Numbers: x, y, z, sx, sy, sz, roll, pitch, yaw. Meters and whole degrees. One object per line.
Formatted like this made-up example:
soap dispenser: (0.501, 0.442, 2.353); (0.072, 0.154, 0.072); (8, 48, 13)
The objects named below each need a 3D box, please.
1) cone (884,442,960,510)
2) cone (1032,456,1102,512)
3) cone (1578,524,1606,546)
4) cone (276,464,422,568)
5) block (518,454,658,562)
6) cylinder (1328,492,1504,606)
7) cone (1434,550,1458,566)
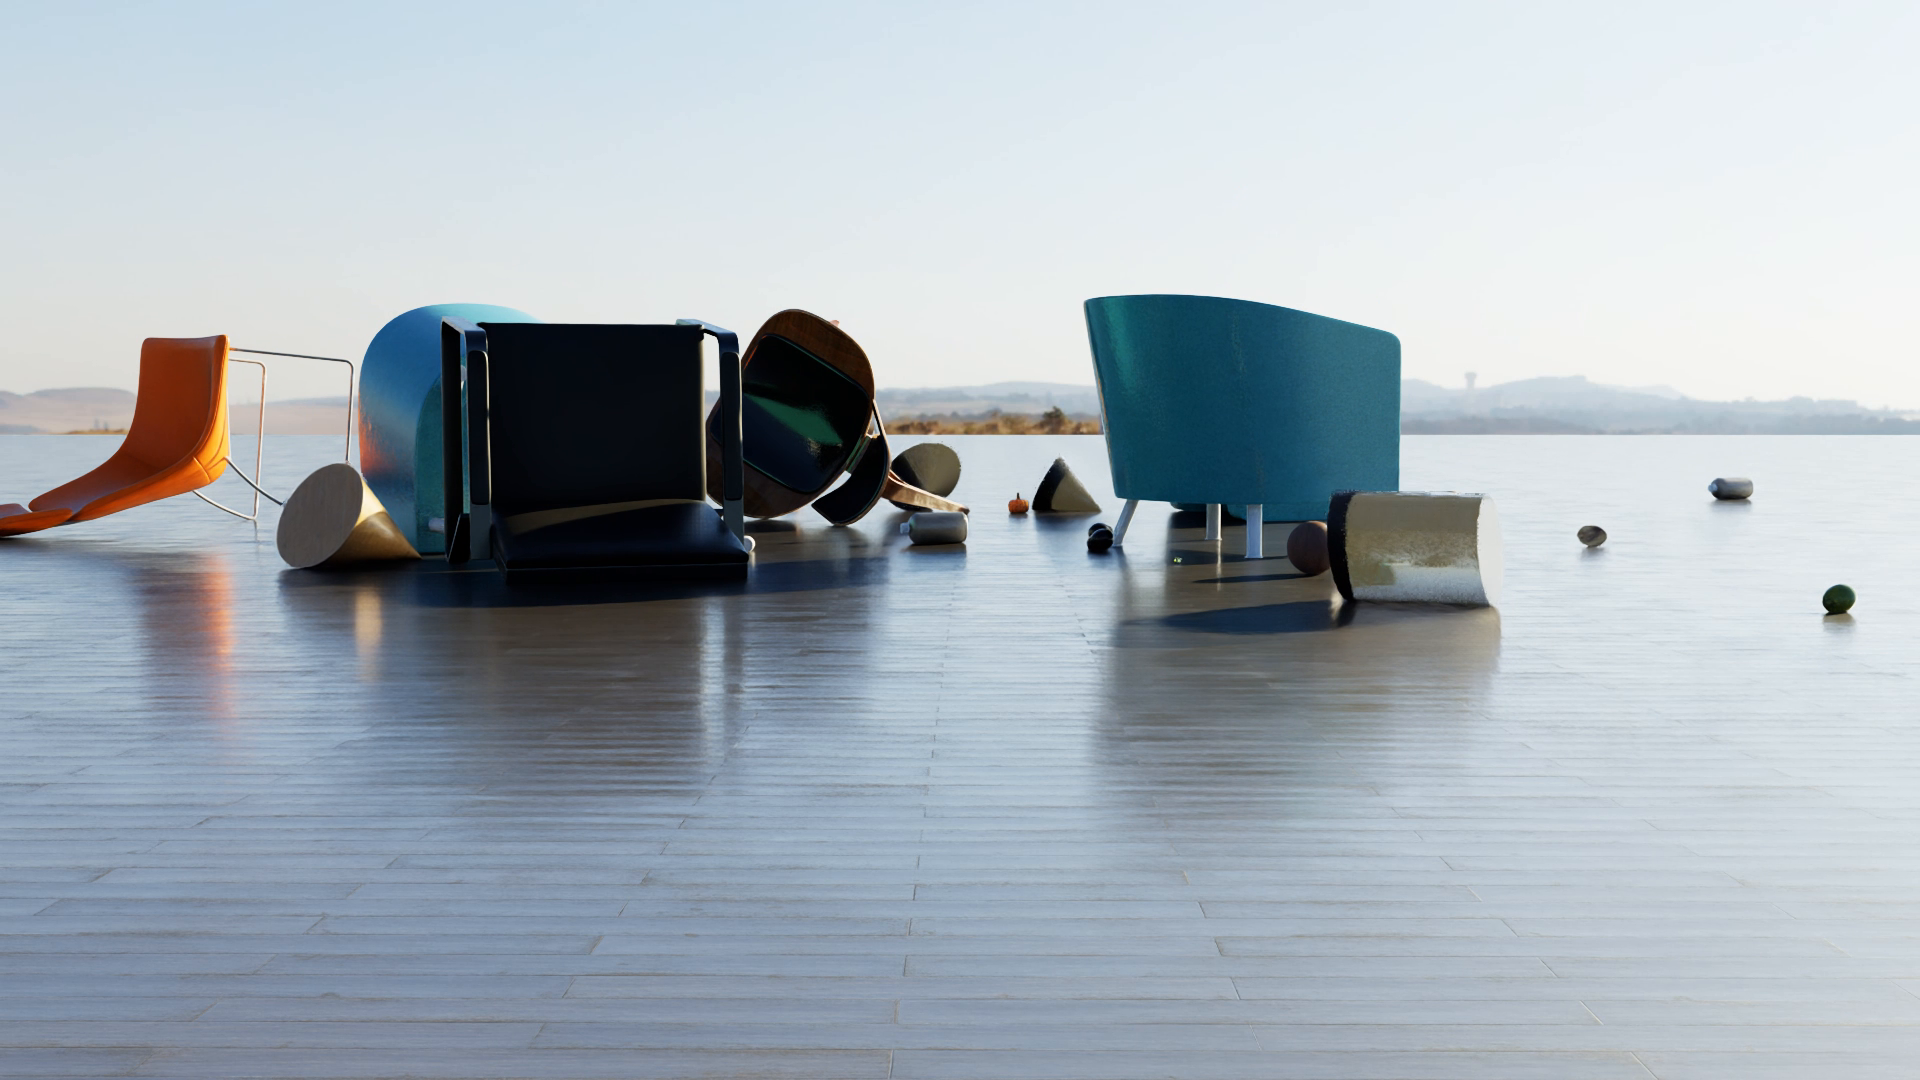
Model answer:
cone: (-0.127, -0.180, 8.256); (0.267, 0.312, 0.234); (39, -17, 24)
cone: (0.425, -0.157, 8.098); (0.231, 0.211, 0.242); (28, 52, 13)
cone: (1.808, 0.001, 6.307); (0.084, 0.076, 0.047); (-11, -35, -5)
cone: (-1.515, -0.006, 5.669); (0.320, 0.276, 0.348); (-19, -29, 29)
block: (-0.988, -0.090, 5.873); (0.343, 0.272, 0.256); (0, 4, -5)
cylinder: (0.948, 0.018, 4.568); (0.308, 0.191, 0.289); (2, -35, 25)
cone: (1.231, 0.054, 5.597); (0.062, 0.047, 0.063); (-2, -16, 0)
